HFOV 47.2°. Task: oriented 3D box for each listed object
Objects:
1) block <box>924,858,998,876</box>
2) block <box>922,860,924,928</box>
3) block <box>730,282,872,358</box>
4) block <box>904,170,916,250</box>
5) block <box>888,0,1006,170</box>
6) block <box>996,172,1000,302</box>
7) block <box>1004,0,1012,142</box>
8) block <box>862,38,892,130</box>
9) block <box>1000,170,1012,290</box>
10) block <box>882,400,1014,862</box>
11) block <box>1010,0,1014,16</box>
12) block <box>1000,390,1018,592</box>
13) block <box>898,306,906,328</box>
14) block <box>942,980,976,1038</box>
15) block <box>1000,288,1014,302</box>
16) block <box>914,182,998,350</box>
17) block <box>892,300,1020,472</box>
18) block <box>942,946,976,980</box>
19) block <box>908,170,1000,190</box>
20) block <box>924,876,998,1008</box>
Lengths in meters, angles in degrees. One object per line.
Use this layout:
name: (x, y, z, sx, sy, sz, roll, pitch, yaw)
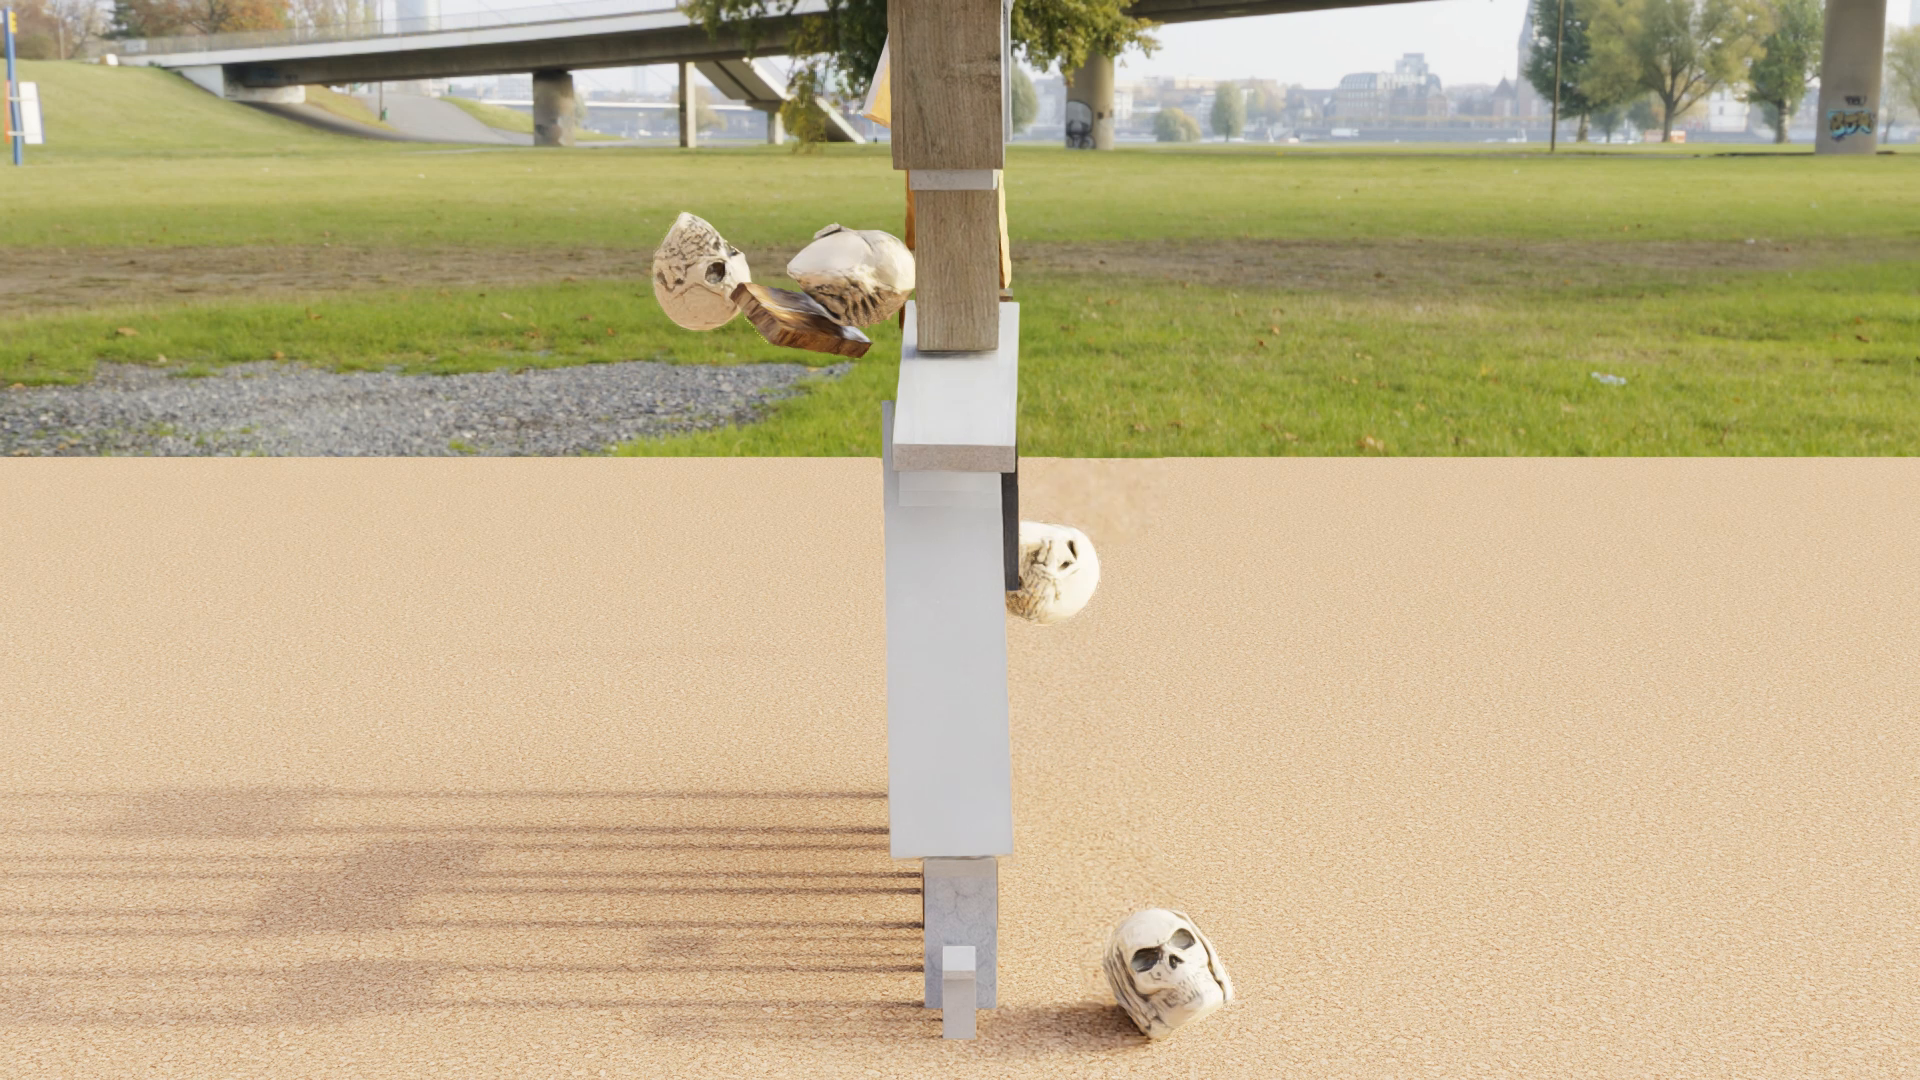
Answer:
block: (0.000, 0.445, 3.220, 0.104, 0.030, 0.209, 0, 10, 0)
block: (0.000, 0.499, 3.501, 0.120, 0.240, 0.034, 0, 11, 0)
block: (-0.264, -0.368, 3.690, 0.117, 0.033, 0.273, 49, 21, 21)
block: (-0.033, -0.602, 3.743, 0.117, 0.234, 0.033, -1, 40, -4)
block: (-0.018, -0.668, 3.026, 0.154, 0.309, 0.044, 1, 18, 6)
block: (0.000, -0.405, 3.345, 0.120, 0.329, 0.034, 0, 22, 3)
block: (-0.004, -0.742, 3.231, 0.154, 0.309, 0.044, 0, 16, 5)
block: (-0.065, -0.840, 3.832, 0.135, 0.270, 0.038, 20, -5, -27)
block: (0.018, -0.540, 3.705, 0.117, 0.234, 0.033, 7, 34, 20)
block: (-0.020, 0.122, 3.162, 0.171, 0.669, 0.048, -2, -15, 0)
block: (0.001, -0.824, 3.669, 0.135, 0.270, 0.038, 10, 17, -13)
block: (0.001, -0.093, 3.297, 0.171, 0.341, 0.048, 0, -5, 1)
block: (-0.022, -0.411, 3.974, 0.135, 0.038, 0.270, -2, 9, 8)
block: (-0.001, 0.653, 3.079, 0.046, 0.092, 0.013, 0, 11, 0)
block: (0.011, -0.397, 3.676, 0.152, 0.043, 0.304, 4, 9, 0)
block: (-0.005, -0.396, 3.185, 0.120, 0.239, 0.034, -1, 19, 0)
block: (-0.002, -0.229, 3.209, 0.171, 0.048, 0.341, 1, 42, 2)
block: (-0.001, 0.596, 3.100, 0.046, 0.013, 0.092, 0, 11, 0)
block: (-0.004, -0.550, 3.206, 0.120, 0.034, 0.239, 0, 20, 4)
block: (0.001, 0.574, 3.178, 0.104, 0.209, 0.030, 0, 13, 0)
